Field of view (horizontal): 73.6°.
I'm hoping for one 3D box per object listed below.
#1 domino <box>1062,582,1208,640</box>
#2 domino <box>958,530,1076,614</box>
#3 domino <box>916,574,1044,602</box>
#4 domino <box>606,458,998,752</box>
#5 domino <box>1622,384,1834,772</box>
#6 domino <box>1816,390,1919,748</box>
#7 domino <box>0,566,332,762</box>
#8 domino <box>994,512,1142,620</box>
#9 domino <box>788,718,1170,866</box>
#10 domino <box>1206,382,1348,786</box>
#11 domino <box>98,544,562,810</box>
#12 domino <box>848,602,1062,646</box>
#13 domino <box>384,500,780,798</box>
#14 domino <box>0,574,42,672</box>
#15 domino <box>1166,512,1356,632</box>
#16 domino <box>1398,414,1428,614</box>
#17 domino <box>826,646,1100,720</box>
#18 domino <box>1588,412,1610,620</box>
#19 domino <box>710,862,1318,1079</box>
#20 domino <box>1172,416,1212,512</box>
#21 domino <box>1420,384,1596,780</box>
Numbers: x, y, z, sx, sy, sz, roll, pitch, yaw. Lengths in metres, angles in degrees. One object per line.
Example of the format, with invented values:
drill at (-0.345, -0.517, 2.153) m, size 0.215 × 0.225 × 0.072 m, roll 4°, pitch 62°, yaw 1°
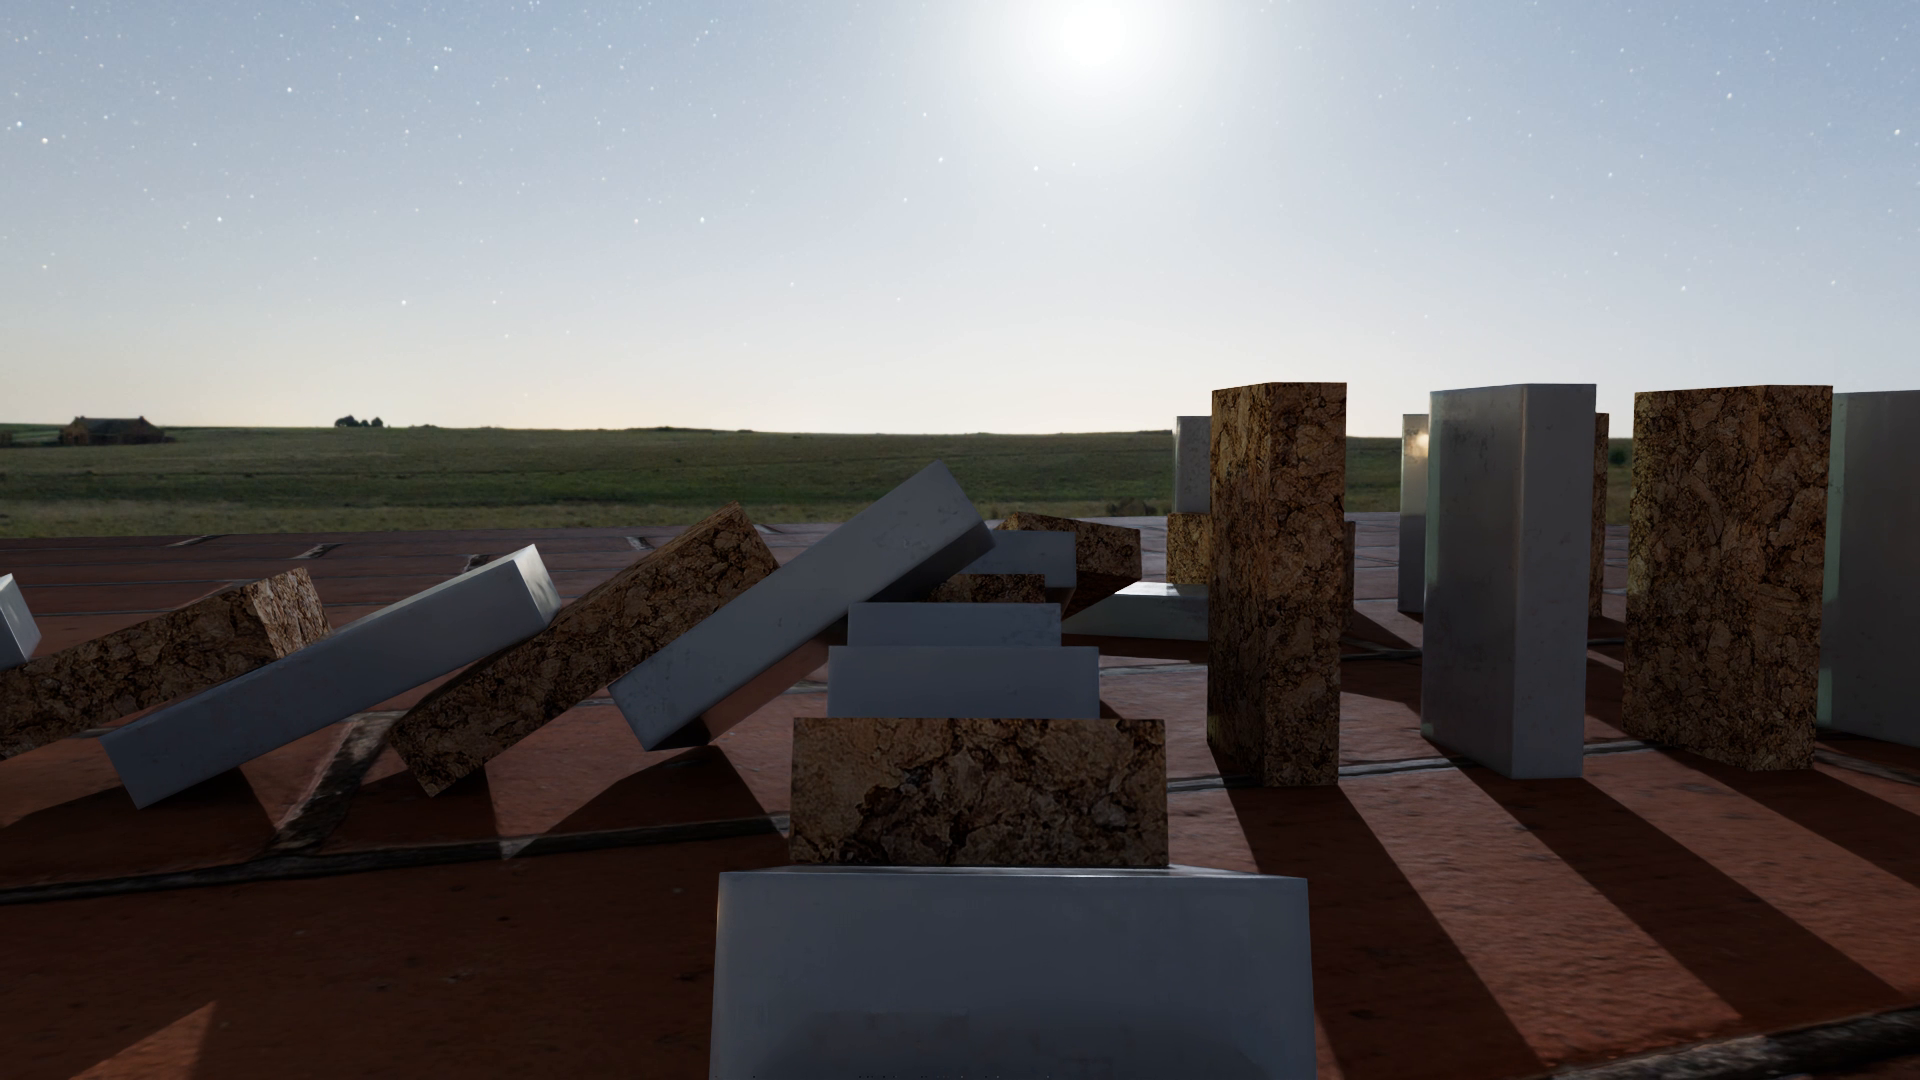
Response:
domino at (0.045, 0.016, 0.293) m, size 0.050 × 0.010 × 0.025 m, roll 2°, pitch 5°, yaw 20°
domino at (0.005, 0.011, 0.231) m, size 0.025 × 0.009 × 0.050 m, roll 1°, pitch -19°, yaw -3°
domino at (0.000, 0.015, 0.206) m, size 0.025 × 0.009 × 0.050 m, roll 0°, pitch -13°, yaw 1°
domino at (-0.019, 0.009, 0.169) m, size 0.050 × 0.010 × 0.025 m, roll -34°, pitch -9°, yaw 1°
domino at (0.105, 0.004, 0.178) m, size 0.010 × 0.050 × 0.025 m, roll -1°, pitch 4°, yaw -9°
domino at (0.137, 0.004, 0.185) m, size 0.010 × 0.050 × 0.025 m, roll -1°, pitch 5°, yaw -18°
domino at (-0.108, 0.018, 0.159) m, size 0.050 × 0.010 × 0.025 m, roll -21°, pitch 8°, yaw -10°
domino at (0.012, 0.008, 0.253) m, size 0.025 × 0.009 × 0.050 m, roll 8°, pitch -20°, yaw -21°
domino at (0.002, 0.022, 0.110) m, size 0.025 × 0.010 × 0.050 m, roll 0°, pitch -13°, yaw 2°
domino at (0.041, 0.005, 0.170) m, size 0.009 × 0.050 × 0.025 m, roll 0°, pitch 4°, yaw -5°
domino at (-0.078, 0.016, 0.165) m, size 0.050 × 0.009 × 0.025 m, roll -25°, pitch 9°, yaw -10°
domino at (-0.001, 0.018, 0.174) m, size 0.025 × 0.009 × 0.050 m, roll 0°, pitch -13°, yaw 0°
domino at (-0.048, 0.013, 0.169) m, size 0.050 × 0.010 × 0.025 m, roll -33°, pitch 10°, yaw -7°
domino at (-0.141, 0.019, 0.153) m, size 0.050 × 0.009 × 0.025 m, roll -24°, pitch 16°, yaw -29°
domino at (0.071, 0.007, 0.309) m, size 0.010 × 0.025 × 0.050 m, roll -3°, pitch 5°, yaw -36°
domino at (0.123, -0.007, 0.332) m, size 0.009 × 0.050 × 0.025 m, roll 3°, pitch 5°, yaw 37°
domino at (0.001, 0.020, 0.142) m, size 0.025 × 0.010 × 0.050 m, roll 0°, pitch -13°, yaw 1°
domino at (0.147, -0.006, 0.311) m, size 0.025 × 0.050 × 0.010 m, roll -4°, pitch 6°, yaw -45°
domino at (0.003, 0.025, 0.078) m, size 0.025 × 0.009 × 0.050 m, roll 0°, pitch -13°, yaw 2°
domino at (0.064, -0.009, 0.357) m, size 0.009 × 0.050 × 0.025 m, roll 1°, pitch 4°, yaw 7°
domino at (0.073, 0.005, 0.174) m, size 0.010 × 0.050 × 0.025 m, roll 0°, pitch 4°, yaw -6°
